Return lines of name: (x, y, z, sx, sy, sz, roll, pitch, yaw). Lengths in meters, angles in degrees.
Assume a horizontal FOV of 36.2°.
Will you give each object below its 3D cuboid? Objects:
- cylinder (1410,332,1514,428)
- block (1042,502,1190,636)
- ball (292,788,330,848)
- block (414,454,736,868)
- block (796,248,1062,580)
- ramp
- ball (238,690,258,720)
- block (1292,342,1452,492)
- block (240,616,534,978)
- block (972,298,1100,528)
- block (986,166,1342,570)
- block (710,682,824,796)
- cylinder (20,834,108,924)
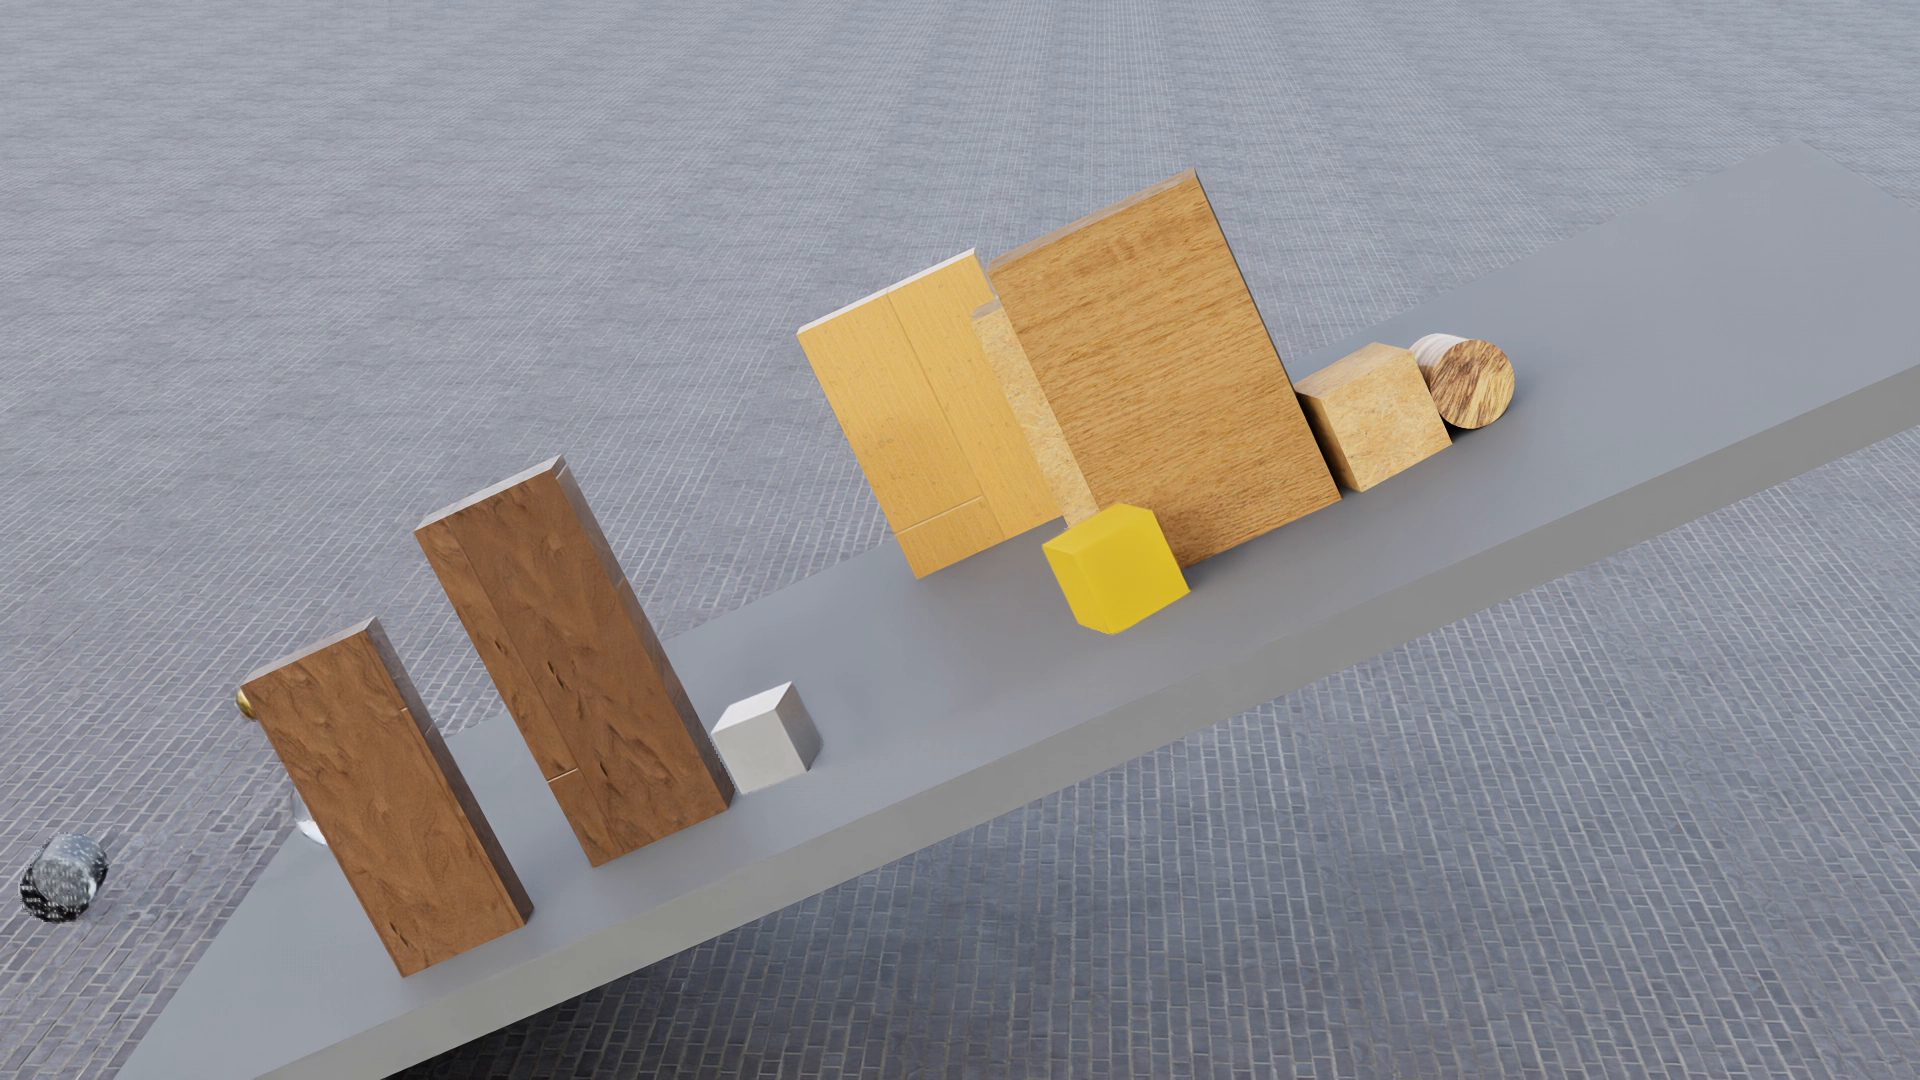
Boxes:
cylinder: (1.001, -0.323, 5.938, 0.177, 0.177, 0.177, -3, 9, -12)
block: (0.305, 0.056, 5.778, 0.181, 0.181, 0.181, -29, 13, -13)
ball: (-1.457, 0.615, 6.879, 0.207, 0.207, 0.207, 0, 16, 0)
block: (-0.751, 0.241, 5.773, 0.300, 0.761, 0.119, -24, 13, 9)
block: (-0.033, -0.287, 6.740, 0.444, 0.635, 0.084, -24, 13, 9)
ramp: (0.135, 0.169, 6.282, 4.000, 0.100, 2.000, -24, 13, 9)
ball: (-1.998, 0.453, 8.374, 0.117, 0.117, 0.117, 0, 16, 0)
block: (0.821, -0.250, 5.923, 0.210, 0.210, 0.210, -28, 13, -7)
block: (-1.099, 0.498, 5.665, 0.271, 0.657, 0.092, -24, 13, 9)
block: (0.290, -0.281, 6.229, 0.311, 0.579, 0.143, -24, 13, 9)
block: (0.409, -0.320, 5.865, 0.447, 0.711, 0.127, -24, 13, 9)
block: (-0.382, 0.395, 5.841, 0.146, 0.146, 0.146, -22, 14, 17)
cylinder: (-2.139, 0.808, 7.029, 0.164, 0.164, 0.164, -1, 16, -2)
